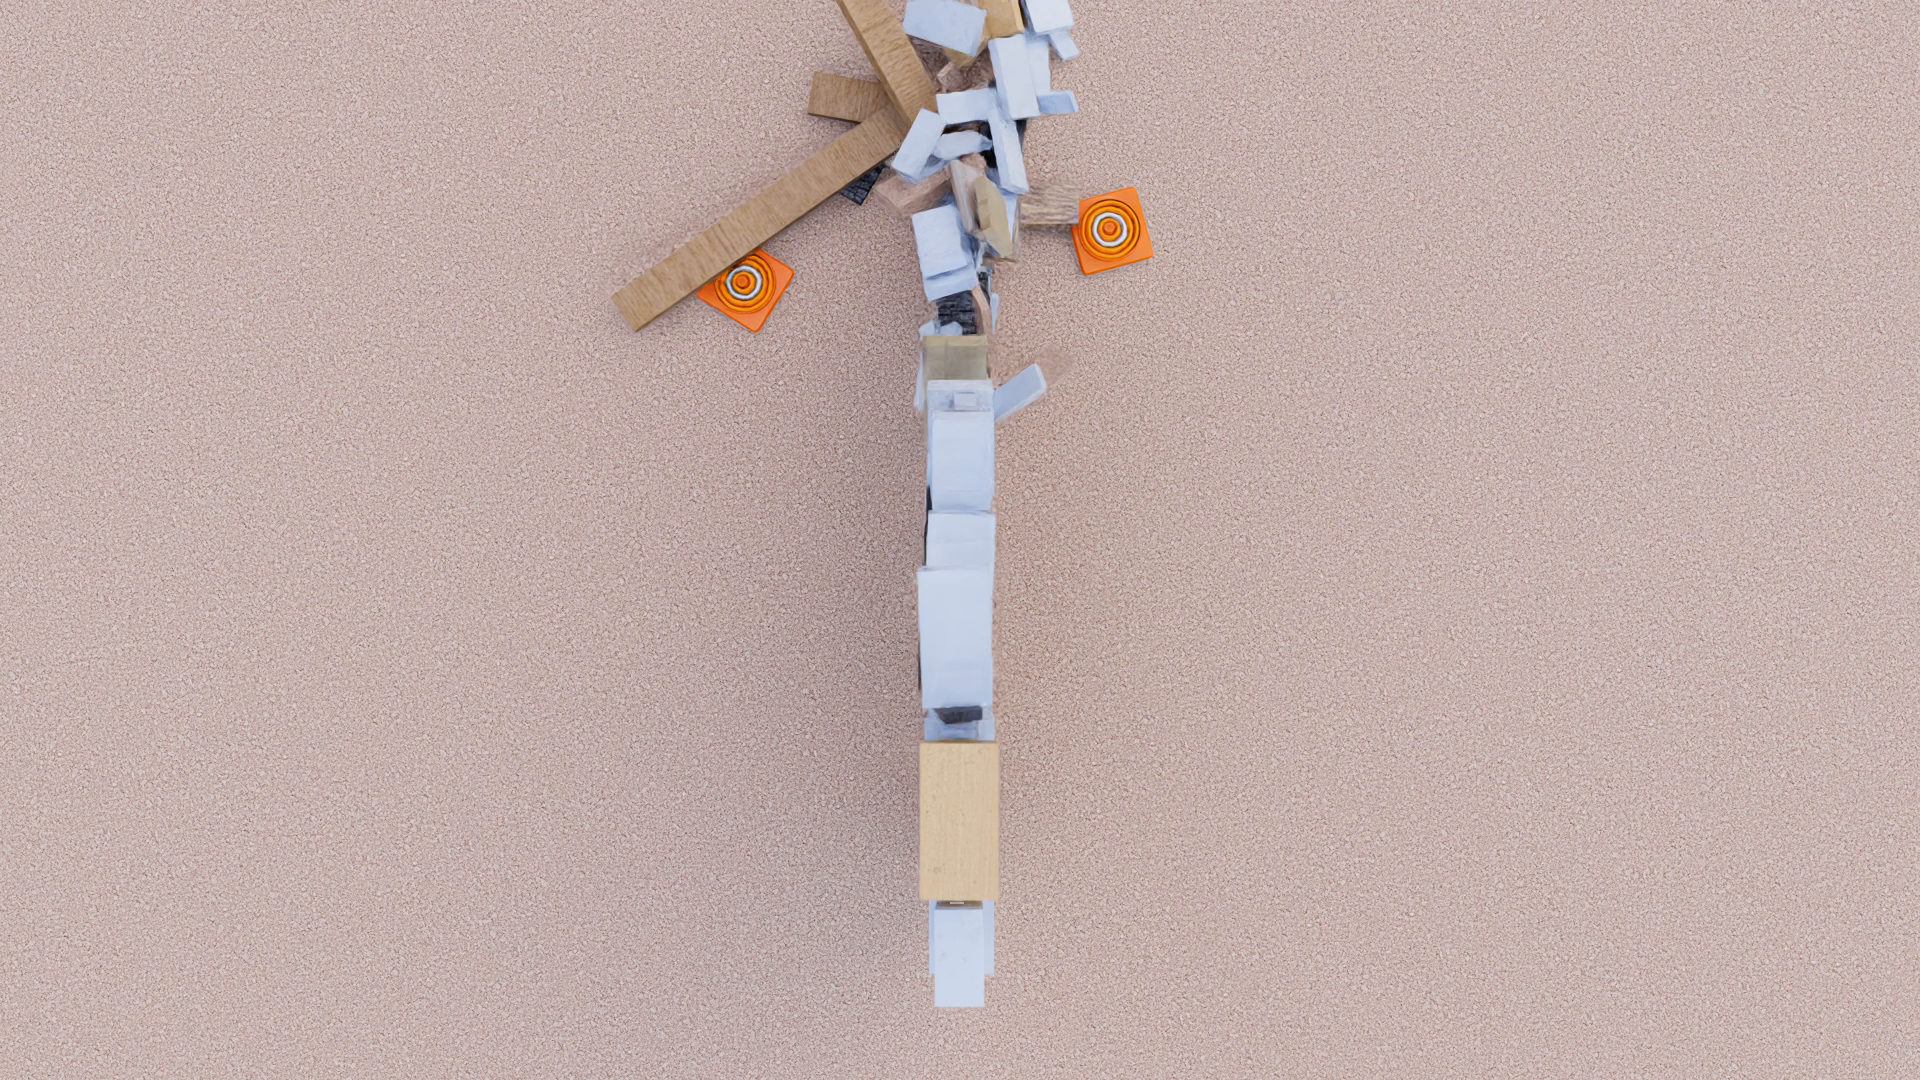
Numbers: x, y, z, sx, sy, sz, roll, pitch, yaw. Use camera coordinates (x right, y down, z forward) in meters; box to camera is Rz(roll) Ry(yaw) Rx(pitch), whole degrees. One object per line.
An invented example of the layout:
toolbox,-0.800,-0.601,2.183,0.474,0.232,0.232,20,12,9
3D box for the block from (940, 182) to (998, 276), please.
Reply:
block,0.006,-0.990,5.239,0.164,0.046,0.328,5,69,17

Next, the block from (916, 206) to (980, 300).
block,-0.043,-0.894,5.119,0.164,0.046,0.328,-15,52,8

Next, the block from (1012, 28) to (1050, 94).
block,0.223,-1.560,5.422,0.135,0.038,0.269,2,69,-12

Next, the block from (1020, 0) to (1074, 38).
block,0.264,-1.809,5.419,0.142,0.040,0.283,-17,91,-17

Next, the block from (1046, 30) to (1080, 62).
block,0.294,-1.722,5.465,0.068,0.019,0.291,-27,85,-27

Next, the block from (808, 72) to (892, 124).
block,-0.359,-1.460,5.480,0.275,0.039,0.138,10,90,0

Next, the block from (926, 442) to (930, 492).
block,-0.006,-0.164,4.682,0.176,0.050,0.396,2,113,-1

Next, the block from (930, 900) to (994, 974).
block,0.004,1.016,4.553,0.176,0.050,0.353,0,90,0

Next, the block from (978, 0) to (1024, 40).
block,0.112,-1.781,5.404,0.142,0.040,0.284,-13,90,36

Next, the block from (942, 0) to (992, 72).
block,-0.026,-1.699,5.411,0.143,0.041,0.286,-41,74,35

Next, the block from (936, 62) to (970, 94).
block,-0.022,-1.497,5.381,0.068,0.136,0.019,-44,63,6

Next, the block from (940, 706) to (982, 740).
block,0.013,0.397,4.250,0.093,0.423,0.026,1,112,4

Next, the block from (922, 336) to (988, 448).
block,-0.013,-0.411,4.614,0.176,0.050,0.352,0,130,1

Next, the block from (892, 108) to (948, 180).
block,-0.128,-1.255,5.219,0.104,0.029,0.207,34,98,39

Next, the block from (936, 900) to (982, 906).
block,-0.001,0.943,4.168,0.118,0.237,0.034,1,88,0

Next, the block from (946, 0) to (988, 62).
block,-0.022,-1.804,5.442,0.143,0.041,0.417,-14,90,36

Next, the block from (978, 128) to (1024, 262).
block,0.127,-1.156,5.420,0.145,0.041,0.479,4,83,-10

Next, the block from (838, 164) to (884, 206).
block,-0.323,-1.226,5.486,0.101,0.029,0.203,31,90,0

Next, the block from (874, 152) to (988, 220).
block,-0.092,-1.157,5.281,0.328,0.046,0.164,-33,46,-12

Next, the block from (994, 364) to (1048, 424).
block,0.175,-0.452,5.091,0.192,0.027,0.096,-33,55,24

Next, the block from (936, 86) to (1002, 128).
block,0.034,-1.405,5.356,0.207,0.029,0.104,-9,81,-4

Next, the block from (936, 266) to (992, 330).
block,0.009,-0.754,5.360,0.163,0.326,0.046,7,49,2

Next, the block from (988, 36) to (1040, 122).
block,0.173,-1.481,5.293,0.126,0.036,0.253,-19,100,-39

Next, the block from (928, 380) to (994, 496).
block,0.004,-0.275,4.508,0.176,0.050,0.352,0,127,2

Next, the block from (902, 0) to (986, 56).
block,-0.054,-1.692,5.382,0.286,0.041,0.143,28,115,29

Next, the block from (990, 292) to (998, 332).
block,0.077,-0.742,5.425,0.083,0.166,0.023,1,49,-7

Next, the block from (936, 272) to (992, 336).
block,0.017,-0.721,5.326,0.163,0.326,0.046,1,49,8

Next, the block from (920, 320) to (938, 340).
block,-0.082,-0.583,5.226,0.056,0.317,0.016,-33,132,20

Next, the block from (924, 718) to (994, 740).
block,0.000,0.626,4.174,0.173,0.049,0.347,-1,90,0

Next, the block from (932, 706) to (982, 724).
block,-0.011,0.415,4.077,0.093,0.185,0.026,-6,99,-12

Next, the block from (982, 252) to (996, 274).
block,0.071,-0.938,5.308,0.083,0.023,0.166,5,69,-9

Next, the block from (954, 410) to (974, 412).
block,0.011,-0.349,4.345,0.056,0.112,0.016,-1,111,0

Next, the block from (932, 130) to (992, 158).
block,-0.011,-1.267,5.275,0.207,0.104,0.029,-20,133,-34

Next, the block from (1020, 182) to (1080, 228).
block,0.256,-1.110,5.464,0.275,0.039,0.138,0,83,4

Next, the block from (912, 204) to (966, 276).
block,-0.066,-0.924,5.082,0.131,0.037,0.262,-15,49,3

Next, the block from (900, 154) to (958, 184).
block,-0.102,-1.205,5.280,0.176,0.024,0.086,-33,46,-12

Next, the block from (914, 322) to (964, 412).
block,-0.067,-0.549,5.231,0.131,0.037,0.298,-19,48,31

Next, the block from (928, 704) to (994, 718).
block,0.001,0.490,4.373,0.173,0.347,0.049,0,99,0

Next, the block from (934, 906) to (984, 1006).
block,-0.002,1.018,4.033,0.118,0.034,0.237,0,91,0

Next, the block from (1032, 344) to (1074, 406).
block,0.280,-0.550,5.486,0.096,0.027,0.192,43,90,0

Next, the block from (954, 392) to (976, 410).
block,0.014,-0.363,4.334,0.056,0.112,0.016,1,111,-2

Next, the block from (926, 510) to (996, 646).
block,0.000,0.101,4.230,0.171,0.048,0.342,2,99,3

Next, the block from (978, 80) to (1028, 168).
block,0.140,-1.350,5.398,0.145,0.041,0.290,12,79,-8

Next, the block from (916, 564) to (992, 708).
block,-0.012,0.234,4.009,0.171,0.048,0.342,-3,102,-2

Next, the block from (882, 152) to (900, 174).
block,-0.171,-1.249,5.455,0.203,0.029,0.101,35,86,1

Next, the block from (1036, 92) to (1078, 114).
block,0.312,-1.412,5.327,0.019,0.136,0.068,-53,134,-31

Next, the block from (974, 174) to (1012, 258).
block,0.103,-0.999,5.082,0.036,0.126,0.255,-24,46,21

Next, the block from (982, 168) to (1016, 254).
block,0.103,-1.065,5.327,0.145,0.041,0.290,10,68,-8

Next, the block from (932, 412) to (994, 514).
block,0.006,-0.189,4.168,0.149,0.042,0.299,1,129,0

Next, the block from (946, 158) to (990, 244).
block,0.043,-1.056,5.155,0.037,0.131,0.262,-32,60,34

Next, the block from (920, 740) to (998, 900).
block,-0.002,0.639,3.767,0.178,0.050,0.356,0,90,0

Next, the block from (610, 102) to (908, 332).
block,-0.611,-1.077,5.399,1.195,0.039,0.138,-35,88,-3

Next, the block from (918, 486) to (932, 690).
block,-0.014,0.118,4.438,0.171,0.048,0.661,1,49,2

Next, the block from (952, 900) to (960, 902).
block,0.006,0.855,4.168,0.055,0.016,0.111,-2,90,0

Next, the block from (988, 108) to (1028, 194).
block,0.154,-1.248,5.300,0.036,0.126,0.253,-14,82,27

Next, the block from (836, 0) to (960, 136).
block,-0.165,-1.472,5.349,0.142,0.040,0.879,-37,105,-23

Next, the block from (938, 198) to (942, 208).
block,-0.026,-1.178,5.486,0.101,0.029,0.203,-1,90,0

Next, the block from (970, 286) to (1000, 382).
block,0.079,-0.641,5.171,0.027,0.405,0.096,-21,63,-5
